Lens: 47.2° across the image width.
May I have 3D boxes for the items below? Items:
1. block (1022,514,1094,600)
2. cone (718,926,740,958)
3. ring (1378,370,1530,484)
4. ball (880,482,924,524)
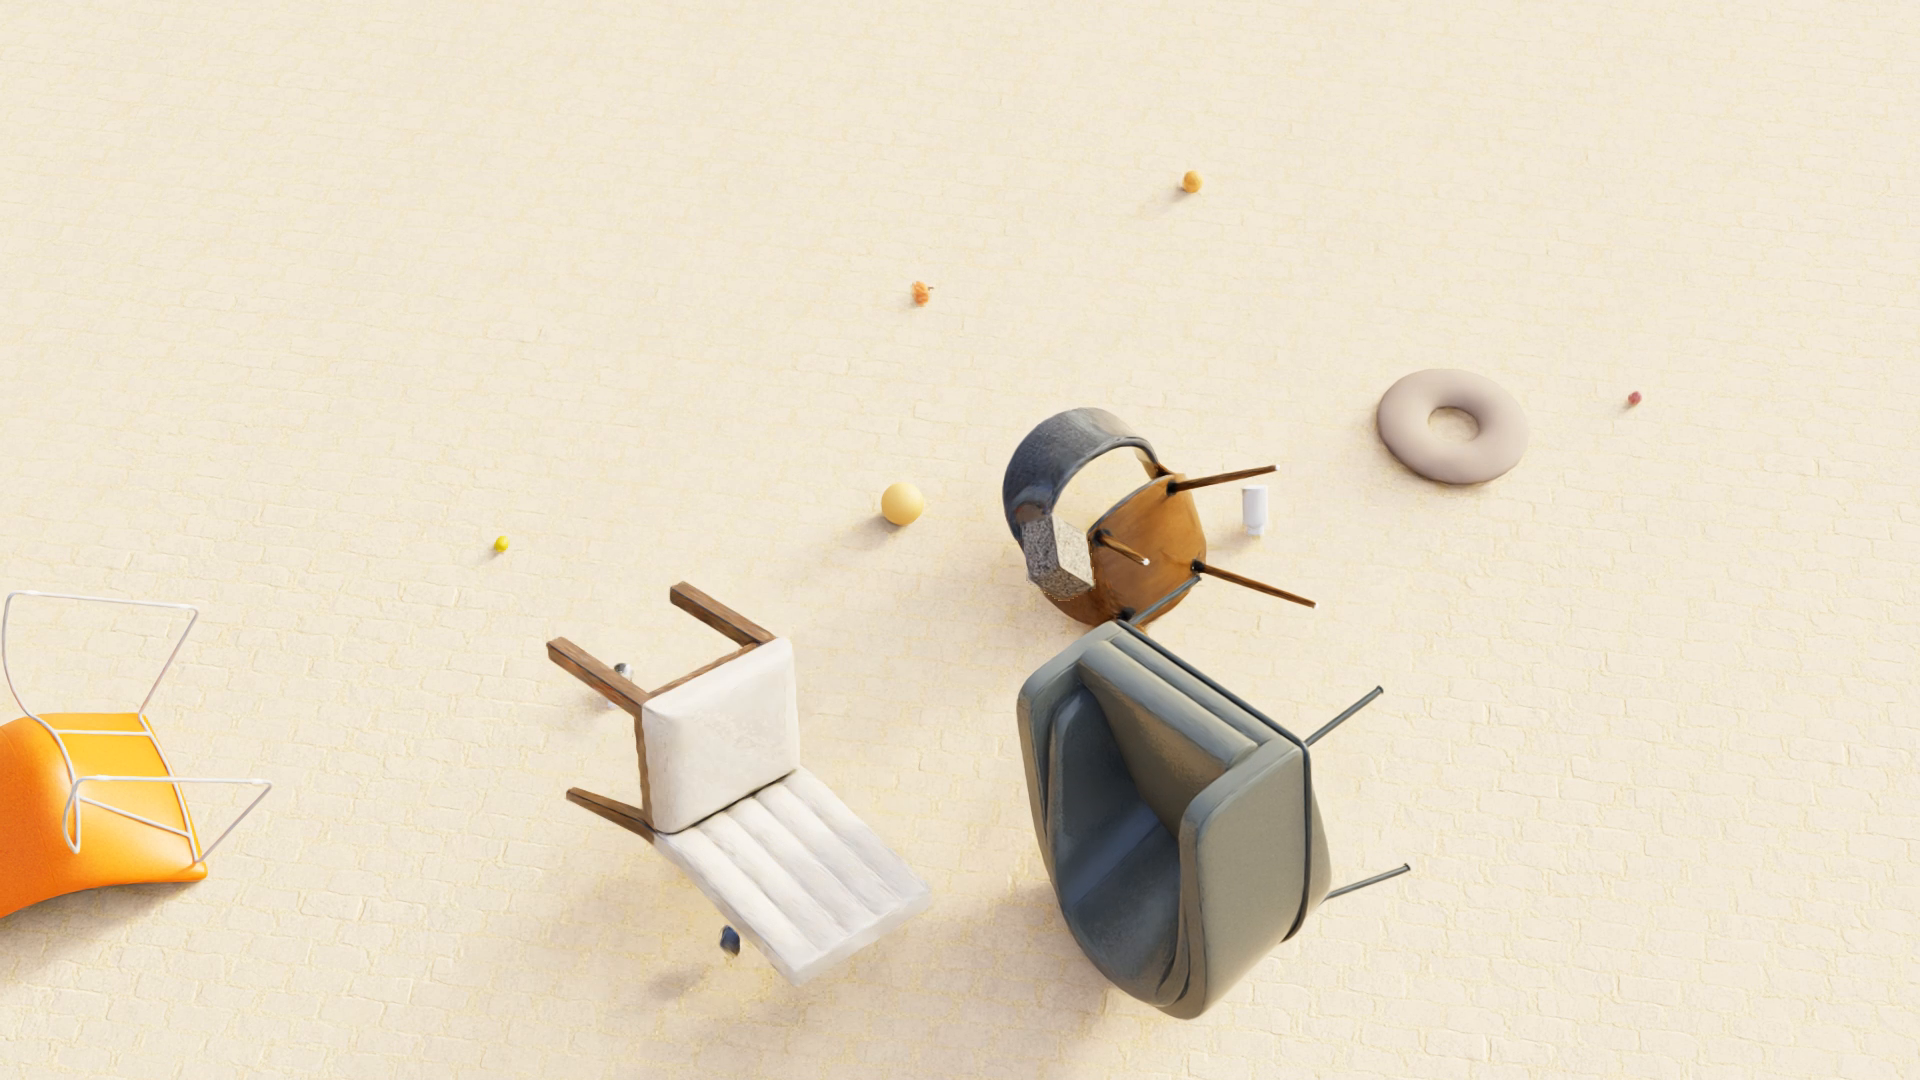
[{"bbox_3d":[0.266,0.045,6.006,0.101,0.168,0.166,-25,56,28],"label":"block"},{"bbox_3d":[-0.620,1.064,5.786,0.082,0.096,0.040,27,31,32],"label":"cone"},{"bbox_3d":[1.518,-0.353,6.772,0.466,0.066,0.436,17,58,11],"label":"ring"},{"bbox_3d":[-0.172,-0.109,6.570,0.129,0.129,0.129,0,56,0],"label":"ball"}]
